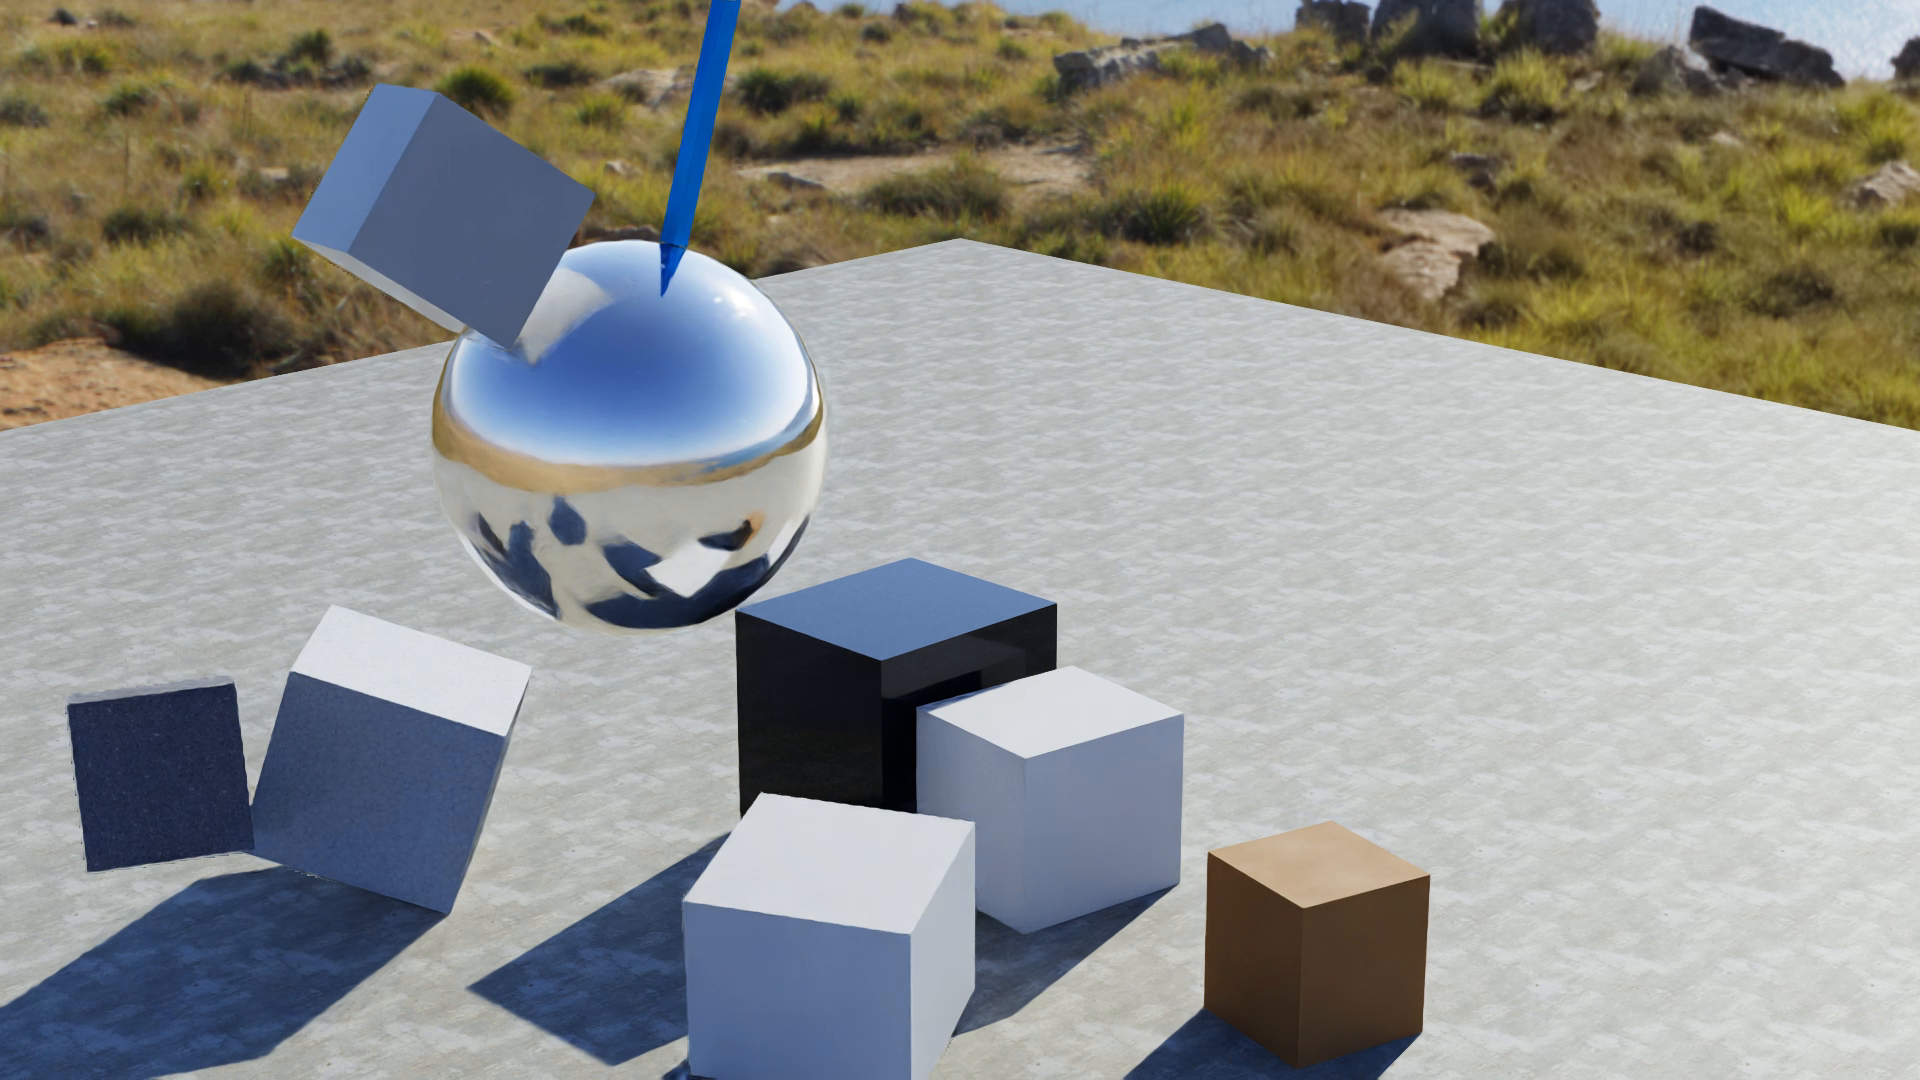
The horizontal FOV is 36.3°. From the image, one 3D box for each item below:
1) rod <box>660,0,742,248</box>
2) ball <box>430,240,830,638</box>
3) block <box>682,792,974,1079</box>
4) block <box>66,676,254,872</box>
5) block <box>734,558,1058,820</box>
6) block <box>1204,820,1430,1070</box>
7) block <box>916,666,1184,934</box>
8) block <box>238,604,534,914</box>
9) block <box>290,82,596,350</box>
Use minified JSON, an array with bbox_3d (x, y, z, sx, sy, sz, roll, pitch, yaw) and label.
[{"bbox_3d":[-0.575,-3.714,11.572,0.080,5.200,0.080,17,6,42],"label":"rod"},{"bbox_3d":[-1.327,-0.408,11.823,1.600,1.600,1.600,0,17,0],"label":"ball"},{"bbox_3d":[-0.494,1.595,11.501,0.897,0.777,0.888,6,24,14],"label":"block"},{"bbox_3d":[-3.364,0.969,12.318,0.667,0.688,0.676,-7,2,-17],"label":"block"},{"bbox_3d":[-0.296,0.829,13.895,1.138,1.087,0.994,-17,24,-42],"label":"block"},{"bbox_3d":[1.448,1.639,11.962,0.635,0.700,0.644,-10,20,-29],"label":"block"},{"bbox_3d":[0.404,1.158,13.278,0.908,0.829,0.789,-13,22,-35],"label":"block"},{"bbox_3d":[-2.585,0.981,13.293,0.969,0.895,0.894,18,17,-6],"label":"block"},{"bbox_3d":[-1.974,-1.240,11.195,0.742,0.683,0.659,32,-6,-32],"label":"block"}]
